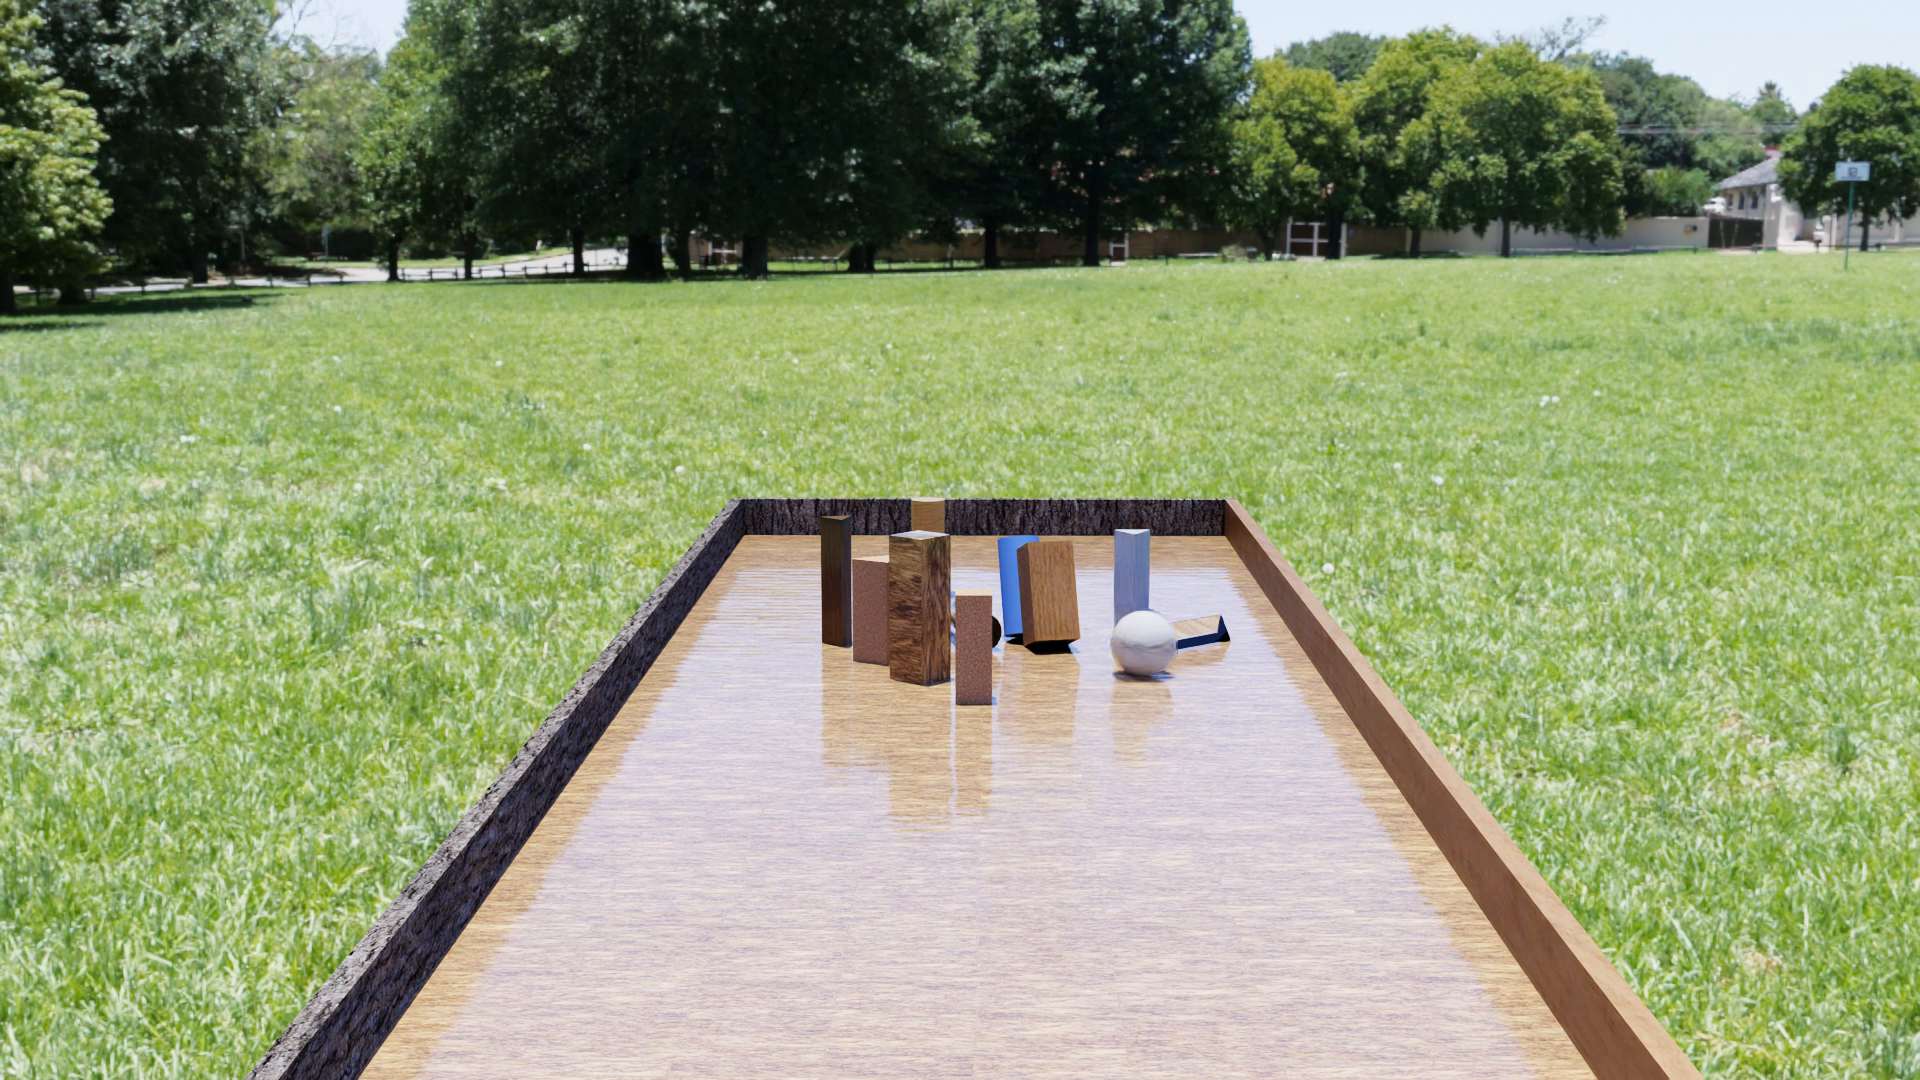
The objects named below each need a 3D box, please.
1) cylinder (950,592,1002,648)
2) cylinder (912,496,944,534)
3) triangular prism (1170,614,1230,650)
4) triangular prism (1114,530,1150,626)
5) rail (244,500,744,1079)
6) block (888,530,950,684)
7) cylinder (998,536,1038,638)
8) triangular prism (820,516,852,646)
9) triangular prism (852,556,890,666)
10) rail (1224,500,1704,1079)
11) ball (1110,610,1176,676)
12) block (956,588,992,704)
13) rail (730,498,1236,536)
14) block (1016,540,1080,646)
[{"bbox_3d":[0.020,0.257,6.997,0.122,0.122,0.391,-2,9,-15],"label":"cylinder"},{"bbox_3d":[-0.100,0.099,6.914,0.106,0.460,0.106,0,9,0],"label":"cylinder"},{"bbox_3d":[0.670,0.296,6.878,0.418,0.078,0.091,-8,12,-40],"label":"triangular prism"},{"bbox_3d":[0.555,0.149,6.912,0.095,0.361,0.110,-5,10,-31],"label":"triangular prism"},{"bbox_3d":[-1.004,0.839,3.234,0.050,0.150,12.000,0,9,1],"label":"rail"},{"bbox_3d":[-0.116,0.195,6.416,0.127,0.426,0.127,8,12,41],"label":"block"},{"bbox_3d":[0.196,0.148,7.002,0.133,0.309,0.133,-4,-9,-1],"label":"cylinder"},{"bbox_3d":[-0.374,0.126,6.927,0.096,0.403,0.083,8,12,43],"label":"triangular prism"},{"bbox_3d":[-0.242,0.210,6.683,0.130,0.314,0.112,5,11,31],"label":"triangular prism"},{"bbox_3d":[1.046,0.843,3.208,0.050,0.150,12.000,0,9,1],"label":"rail"},{"bbox_3d":[0.539,0.304,6.470,0.194,0.194,0.194,0,9,0],"label":"ball"},{"bbox_3d":[0.038,0.297,6.152,0.102,0.308,0.102,0,9,0],"label":"block"},{"bbox_3d":[0.099,-0.098,9.147,2.100,0.150,0.050,0,9,1],"label":"rail"},{"bbox_3d":[0.275,0.168,6.873,0.145,0.308,0.145,-2,-9,-13],"label":"block"}]
